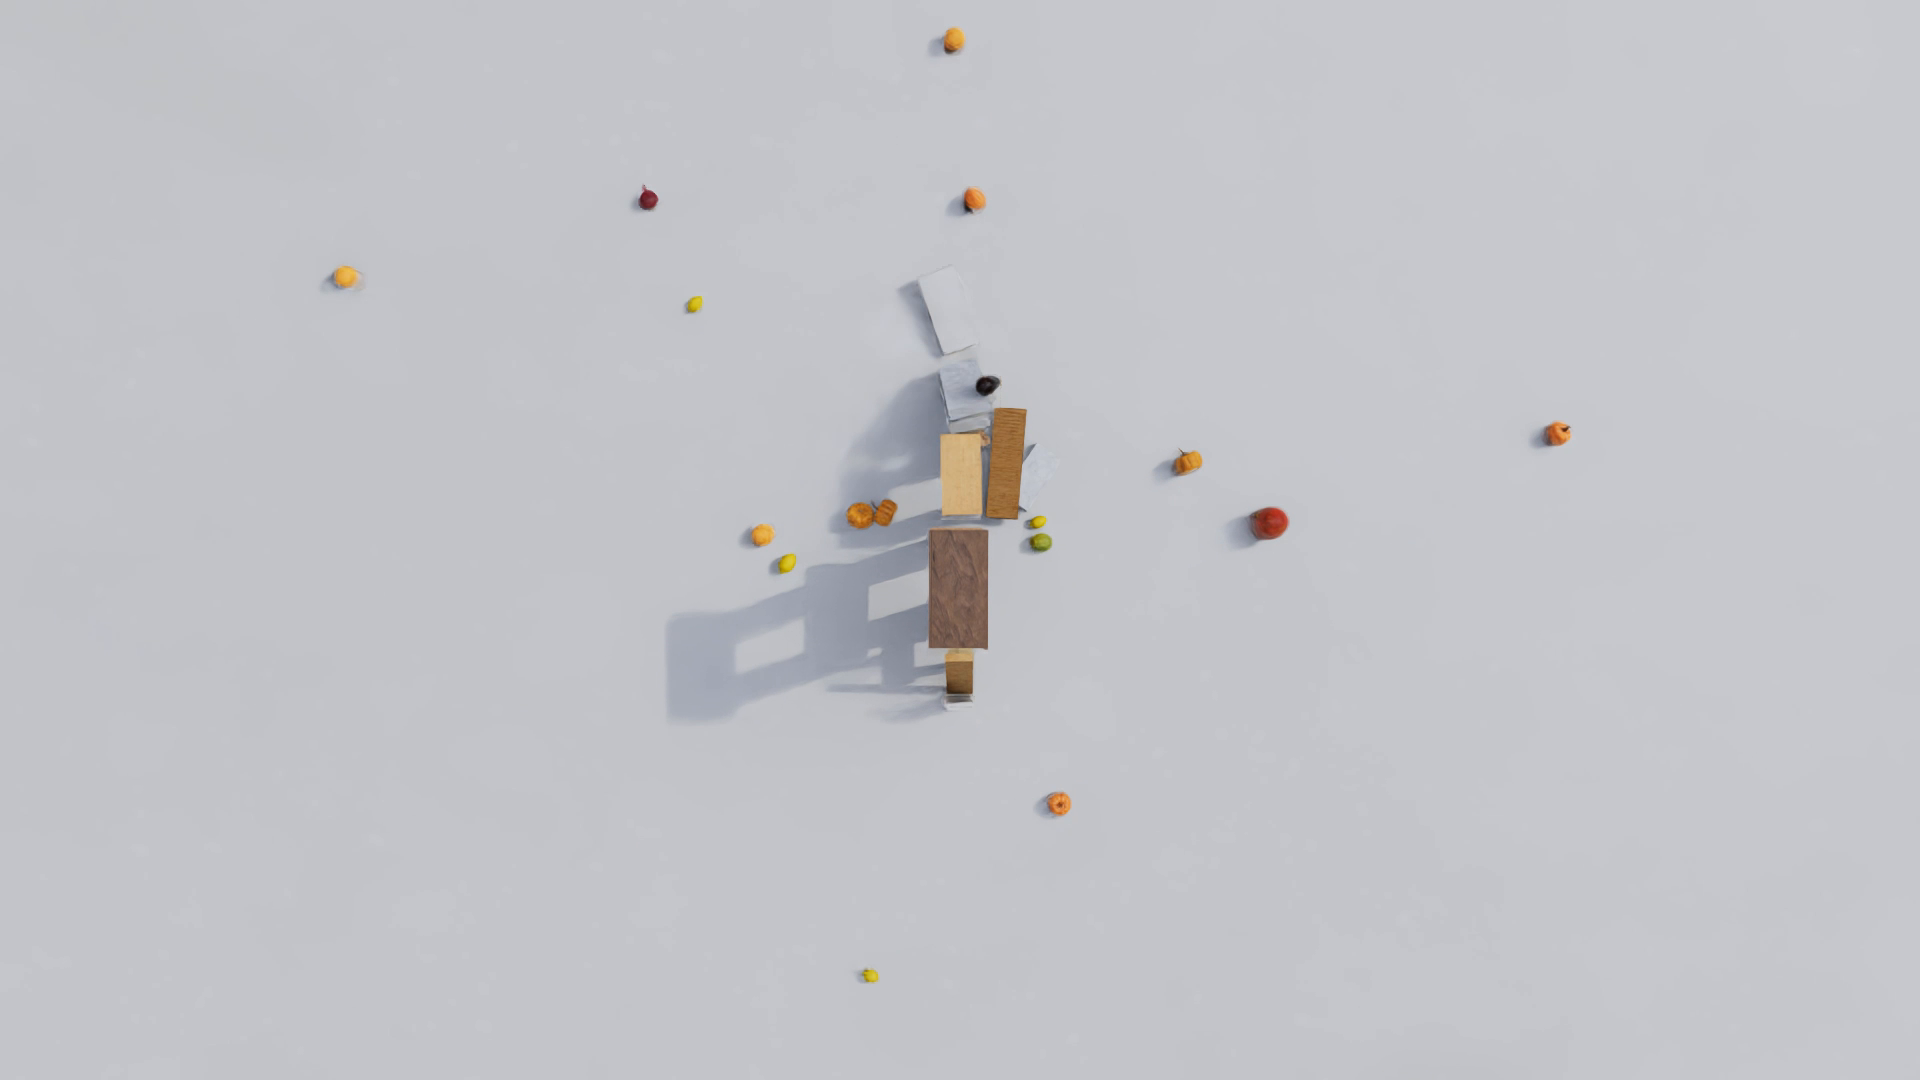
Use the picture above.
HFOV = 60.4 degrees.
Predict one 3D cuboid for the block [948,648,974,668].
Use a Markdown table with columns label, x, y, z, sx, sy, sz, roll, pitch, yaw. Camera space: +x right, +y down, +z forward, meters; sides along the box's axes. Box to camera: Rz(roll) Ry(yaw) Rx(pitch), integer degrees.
| label | x | y | z | sx | sy | sz | roll | pitch | yaw |
| --- | --- | --- | --- | --- | --- | --- | --- | --- | --- |
| block | 0.001 | 0.331 | 5.322 | 0.083 | 0.023 | 0.166 | -1 | 90 | 0 |

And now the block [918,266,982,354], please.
| label | x | y | z | sx | sy | sz | roll | pitch | yaw |
| --- | --- | --- | --- | --- | --- | --- | --- | --- | --- |
| block | -0.035 | -0.761 | 5.468 | 0.132 | 0.037 | 0.265 | -19 | 96 | 0 |

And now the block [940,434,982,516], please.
| label | x | y | z | sx | sy | sz | roll | pitch | yaw |
| --- | --- | --- | --- | --- | --- | --- | --- | --- | --- |
| block | 0.004 | -0.208 | 5.226 | 0.127 | 0.036 | 0.255 | -1 | 90 | 0 |

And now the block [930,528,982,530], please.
| label | x | y | z | sx | sy | sz | roll | pitch | yaw |
| --- | --- | --- | --- | --- | --- | --- | --- | --- | --- |
| block | -0.013 | 0.120 | 5.159 | 0.159 | 0.045 | 0.319 | 0 | 90 | 0 |

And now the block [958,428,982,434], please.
| label | x | y | z | sx | sy | sz | roll | pitch | yaw |
| --- | --- | --- | --- | --- | --- | --- | --- | --- | --- |
| block | 0.013 | -0.422 | 5.412 | 0.103 | 0.206 | 0.029 | -5 | 131 | 0 |

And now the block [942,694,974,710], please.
| label | x | y | z | sx | sy | sz | roll | pitch | yaw |
| --- | --- | --- | --- | --- | --- | --- | --- | --- | --- |
| block | -0.007 | 0.533 | 5.409 | 0.086 | 0.172 | 0.024 | -2 | 93 | -6 |

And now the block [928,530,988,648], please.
| label | x | y | z | sx | sy | sz | roll | pitch | yaw |
| --- | --- | --- | --- | --- | --- | --- | --- | --- | --- |
| block | -0.004 | 0.142 | 4.768 | 0.171 | 0.049 | 0.343 | 0 | 90 | 0 |

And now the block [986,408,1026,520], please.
| label | x | y | z | sx | sy | sz | roll | pitch | yaw |
| --- | --- | --- | --- | --- | --- | --- | --- | --- | --- |
| block | 0.154 | -0.254 | 5.463 | 0.103 | 0.029 | 0.366 | 4 | 85 | 8 |

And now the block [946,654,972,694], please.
| label | x | y | z | sx | sy | sz | roll | pitch | yaw |
| --- | --- | --- | --- | --- | --- | --- | --- | --- | --- |
| block | -0.002 | 0.435 | 5.328 | 0.086 | 0.361 | 0.024 | -1 | 68 | 0 |

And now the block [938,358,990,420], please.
| label | x | y | z | sx | sy | sz | roll | pitch | yaw |
| --- | --- | --- | --- | --- | --- | --- | --- | --- | --- |
| block | 0.014 | -0.489 | 5.320 | 0.132 | 0.265 | 0.037 | -14 | 128 | 2 |

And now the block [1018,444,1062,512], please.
| label | x | y | z | sx | sy | sz | roll | pitch | yaw |
| --- | --- | --- | --- | --- | --- | --- | --- | --- | --- |
| block | 0.241 | -0.209 | 5.485 | 0.103 | 0.029 | 0.206 | 35 | 90 | 0 |

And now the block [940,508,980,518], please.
| label | x | y | z | sx | sy | sz | roll | pitch | yaw |
| --- | --- | --- | --- | --- | --- | --- | --- | --- | --- |
| block | 0.003 | -0.088 | 5.372 | 0.127 | 0.255 | 0.036 | 0 | 91 | 0 |

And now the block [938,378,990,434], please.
| label | x | y | z | sx | sy | sz | roll | pitch | yaw |
| --- | --- | --- | --- | --- | --- | --- | --- | --- | --- |
| block | 0.013 | -0.450 | 5.387 | 0.132 | 0.265 | 0.037 | -11 | 130 | 0 |

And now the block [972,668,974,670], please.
| label | x | y | z | sx | sy | sz | roll | pitch | yaw |
| --- | --- | --- | --- | --- | --- | --- | --- | --- | --- |
| block | 0.002 | 0.403 | 5.417 | 0.083 | 0.166 | 0.023 | 0 | 79 | 0 |

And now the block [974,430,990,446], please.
| label | x | y | z | sx | sy | sz | roll | pitch | yaw |
| --- | --- | --- | --- | --- | --- | --- | --- | --- | --- |
| block | 0.041 | -0.342 | 5.356 | 0.070 | 0.140 | 0.020 | -14 | 121 | -15 |
